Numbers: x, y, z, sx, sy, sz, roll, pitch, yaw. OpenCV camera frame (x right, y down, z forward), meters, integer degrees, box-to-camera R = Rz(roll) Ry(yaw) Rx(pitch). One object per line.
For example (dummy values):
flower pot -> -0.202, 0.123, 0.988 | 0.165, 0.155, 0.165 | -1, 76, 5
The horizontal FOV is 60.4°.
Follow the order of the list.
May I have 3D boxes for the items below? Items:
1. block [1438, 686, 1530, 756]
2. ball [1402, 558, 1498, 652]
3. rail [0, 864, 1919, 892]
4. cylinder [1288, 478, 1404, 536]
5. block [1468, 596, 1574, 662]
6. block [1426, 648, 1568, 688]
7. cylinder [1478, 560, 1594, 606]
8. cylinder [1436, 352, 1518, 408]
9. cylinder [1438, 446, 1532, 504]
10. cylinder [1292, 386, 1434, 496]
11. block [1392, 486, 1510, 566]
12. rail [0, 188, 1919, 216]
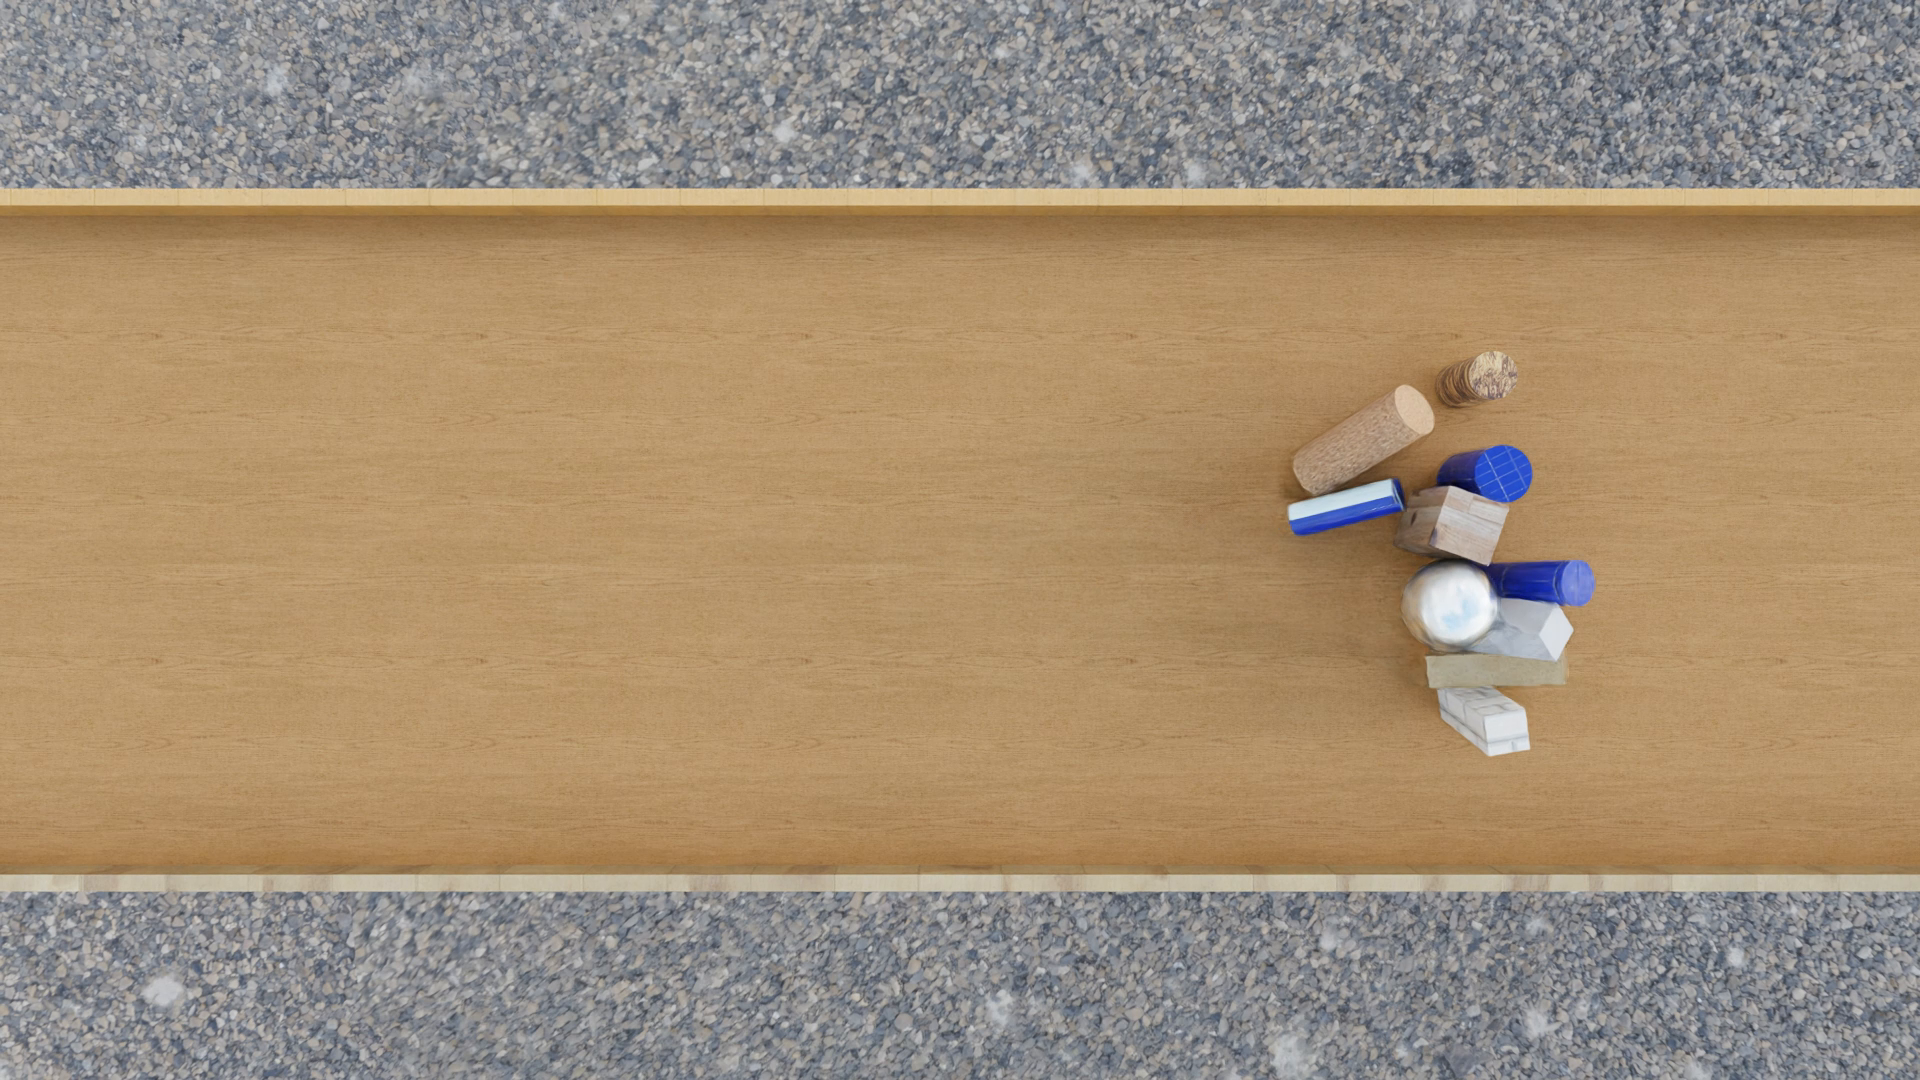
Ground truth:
block -> 1.534, 0.511, 4.855 | 0.117, 0.430, 0.117 | -10, 99, 0
ball -> 1.410, 0.188, 4.749 | 0.269, 0.269, 0.269 | 0, 90, 0
rail -> -2.247, 1.025, 5.001 | 12.000, 0.150, 0.050 | 0, 90, 0
cylinder -> 1.159, -0.099, 4.956 | 0.328, 0.102, 0.102 | -15, 90, 27
block -> 1.576, 0.251, 4.862 | 0.120, 0.410, 0.120 | 50, 65, -28
block -> 1.603, 0.374, 4.931 | 0.386, 0.103, 0.103 | -5, 101, 26
cylinder -> 1.656, 0.131, 4.861 | 0.133, 0.417, 0.133 | 2, 87, -28
cylinder -> 1.532, -0.473, 4.906 | 0.139, 0.341, 0.139 | 0, 90, 0
cylinder -> 1.553, -0.187, 4.897 | 0.166, 0.357, 0.166 | 0, 89, -1
cylinder -> 1.186, -0.290, 4.871 | 0.158, 0.416, 0.158 | 18, 56, -29
block -> 1.446, -0.040, 4.880 | 0.180, 0.392, 0.180 | 20, 90, 0
rail -> -2.247, -1.025, 5.002 | 12.000, 0.150, 0.050 | 0, 90, 0
